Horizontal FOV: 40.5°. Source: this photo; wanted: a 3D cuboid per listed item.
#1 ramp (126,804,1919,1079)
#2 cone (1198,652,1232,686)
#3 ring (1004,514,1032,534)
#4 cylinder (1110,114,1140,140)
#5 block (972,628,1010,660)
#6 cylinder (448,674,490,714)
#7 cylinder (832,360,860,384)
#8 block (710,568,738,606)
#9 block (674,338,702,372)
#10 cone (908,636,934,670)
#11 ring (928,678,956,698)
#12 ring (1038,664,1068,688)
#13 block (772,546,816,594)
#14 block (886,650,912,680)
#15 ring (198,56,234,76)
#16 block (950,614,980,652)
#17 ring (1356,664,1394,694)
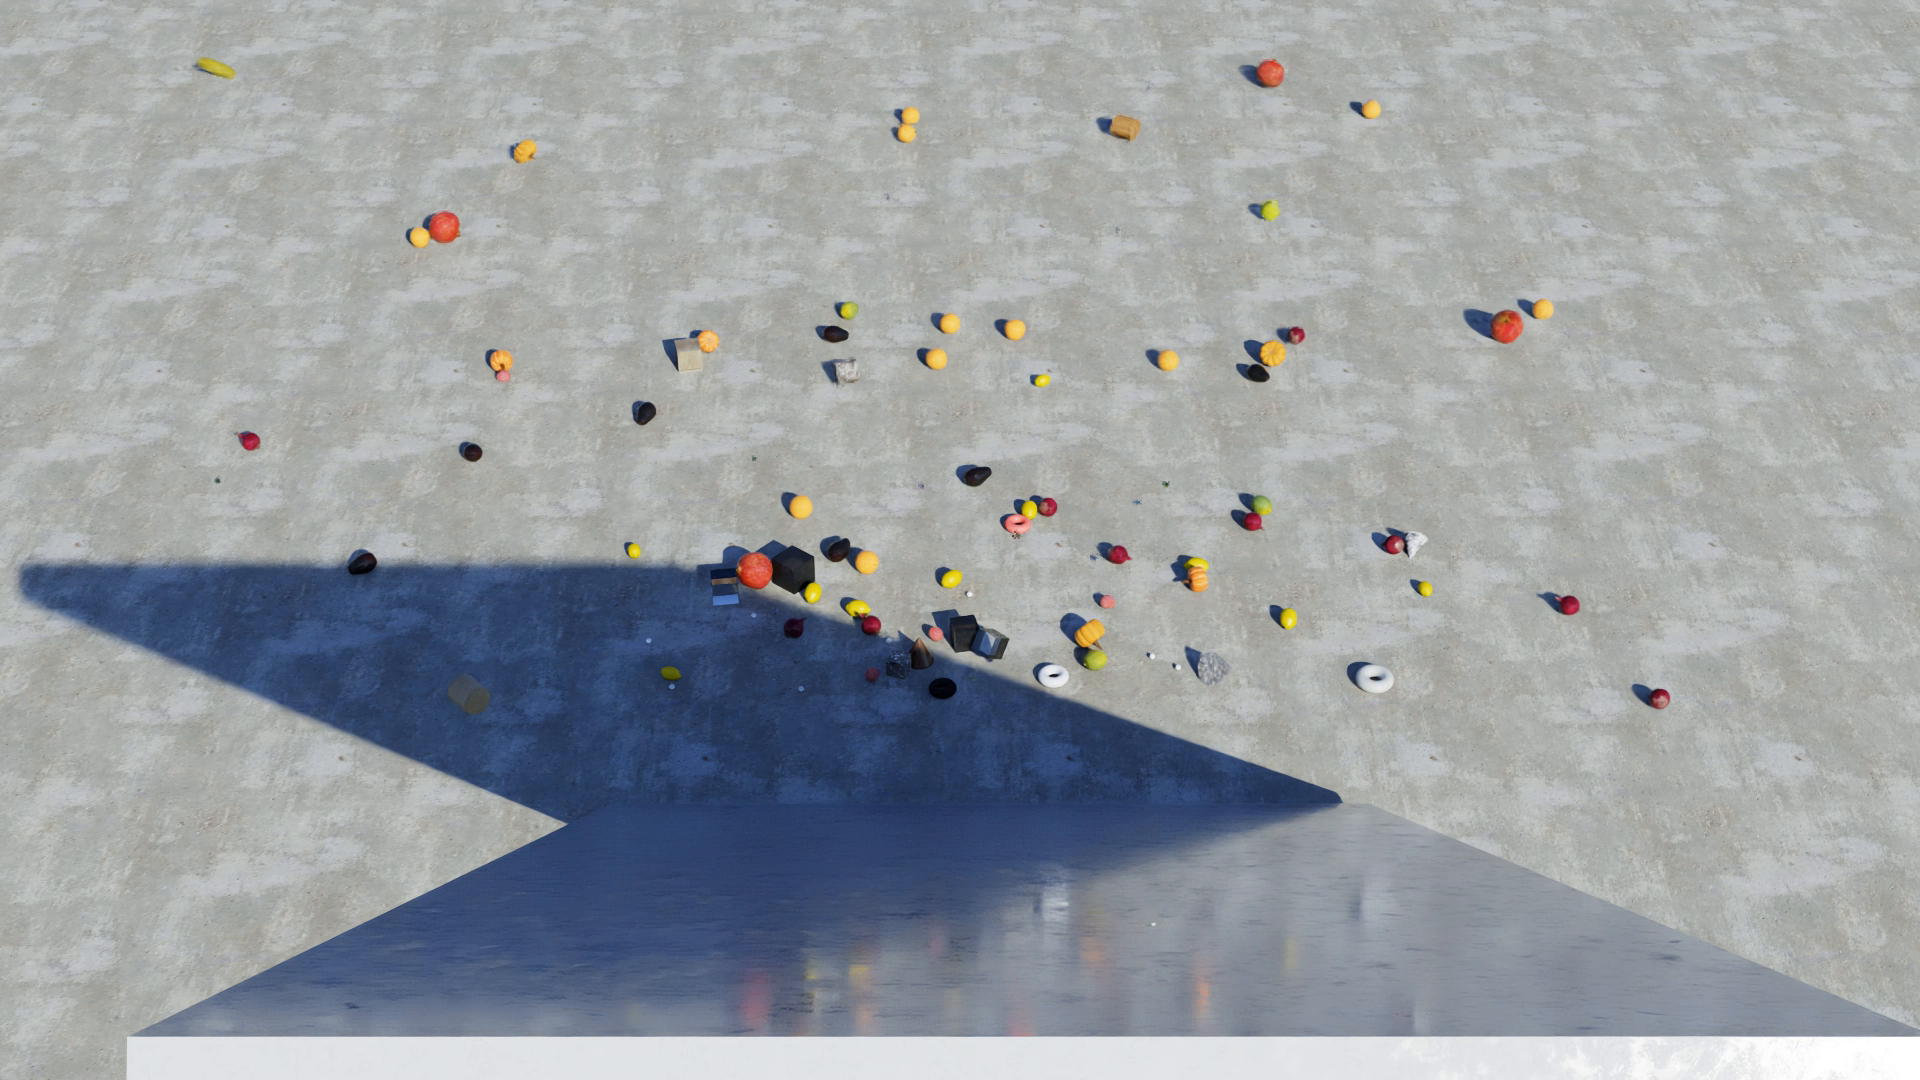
[{"bbox_3d":[0.079,0.673,4.871,2.000,0.100,4.000,0,-2,0],"label":"ramp"},{"bbox_3d":[0.748,0.369,7.423,0.097,0.097,0.097,3,25,-46],"label":"cone"},{"bbox_3d":[0.178,-0.049,8.016,0.083,0.028,0.083,1,36,-1],"label":"ring"},{"bbox_3d":[0.643,-1.607,10.126,0.084,0.084,0.084,20,40,25],"label":"cylinder"},{"bbox_3d":[0.087,0.299,7.480,0.067,0.067,0.067,31,16,35],"label":"block"},{"bbox_3d":[-1.378,0.433,7.299,0.084,0.084,0.084,-29,45,-34],"label":"cylinder"},{"bbox_3d":[-0.381,-0.562,8.685,0.074,0.074,0.074,-8,37,-11],"label":"cylinder"},{"bbox_3d":[-0.699,0.138,7.715,0.076,0.076,0.076,-5,36,-7],"label":"block"},{"bbox_3d":[-0.915,-0.623,8.765,0.081,0.081,0.081,-8,36,-10],"label":"block"},{"bbox_3d":[-0.118,0.311,7.466,0.086,0.086,0.086,0,36,0],"label":"cone"},{"bbox_3d":[-0.049,0.420,7.367,0.080,0.027,0.080,-1,35,1],"label":"ring"},{"bbox_3d":[0.266,0.388,7.409,0.089,0.030,0.089,-1,36,1],"label":"ring"},{"bbox_3d":[-0.498,0.089,7.770,0.091,0.091,0.091,26,43,32],"label":"block"},{"bbox_3d":[-0.175,0.356,7.431,0.054,0.054,0.054,13,38,17],"label":"block"},{"bbox_3d":[-3.019,-1.919,10.541,0.148,0.049,0.148,19,3,-1],"label":"ring"},{"bbox_3d":[0.014,0.272,7.532,0.073,0.073,0.073,-8,37,-11],"label":"block"},{"bbox_3d":[1.179,0.395,7.393,0.109,0.036,0.109,0,37,0],"label":"ring"}]
